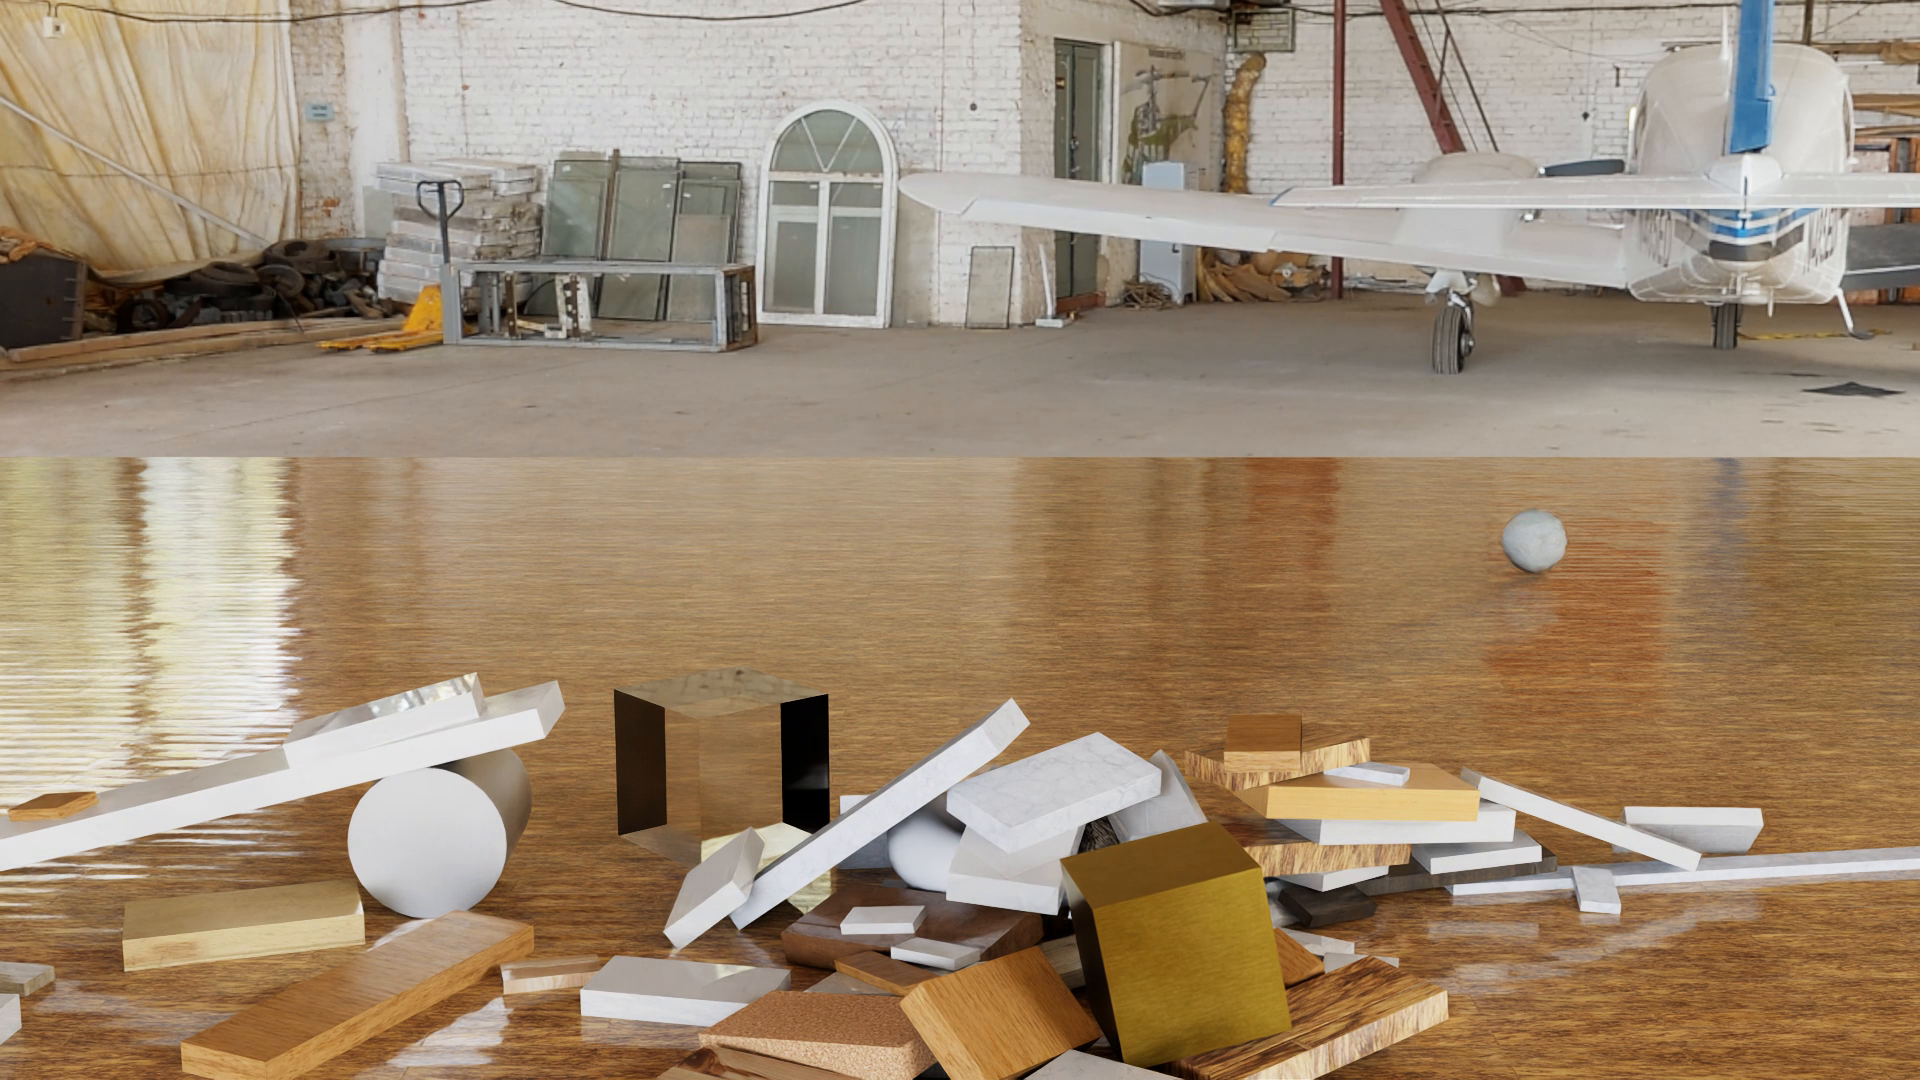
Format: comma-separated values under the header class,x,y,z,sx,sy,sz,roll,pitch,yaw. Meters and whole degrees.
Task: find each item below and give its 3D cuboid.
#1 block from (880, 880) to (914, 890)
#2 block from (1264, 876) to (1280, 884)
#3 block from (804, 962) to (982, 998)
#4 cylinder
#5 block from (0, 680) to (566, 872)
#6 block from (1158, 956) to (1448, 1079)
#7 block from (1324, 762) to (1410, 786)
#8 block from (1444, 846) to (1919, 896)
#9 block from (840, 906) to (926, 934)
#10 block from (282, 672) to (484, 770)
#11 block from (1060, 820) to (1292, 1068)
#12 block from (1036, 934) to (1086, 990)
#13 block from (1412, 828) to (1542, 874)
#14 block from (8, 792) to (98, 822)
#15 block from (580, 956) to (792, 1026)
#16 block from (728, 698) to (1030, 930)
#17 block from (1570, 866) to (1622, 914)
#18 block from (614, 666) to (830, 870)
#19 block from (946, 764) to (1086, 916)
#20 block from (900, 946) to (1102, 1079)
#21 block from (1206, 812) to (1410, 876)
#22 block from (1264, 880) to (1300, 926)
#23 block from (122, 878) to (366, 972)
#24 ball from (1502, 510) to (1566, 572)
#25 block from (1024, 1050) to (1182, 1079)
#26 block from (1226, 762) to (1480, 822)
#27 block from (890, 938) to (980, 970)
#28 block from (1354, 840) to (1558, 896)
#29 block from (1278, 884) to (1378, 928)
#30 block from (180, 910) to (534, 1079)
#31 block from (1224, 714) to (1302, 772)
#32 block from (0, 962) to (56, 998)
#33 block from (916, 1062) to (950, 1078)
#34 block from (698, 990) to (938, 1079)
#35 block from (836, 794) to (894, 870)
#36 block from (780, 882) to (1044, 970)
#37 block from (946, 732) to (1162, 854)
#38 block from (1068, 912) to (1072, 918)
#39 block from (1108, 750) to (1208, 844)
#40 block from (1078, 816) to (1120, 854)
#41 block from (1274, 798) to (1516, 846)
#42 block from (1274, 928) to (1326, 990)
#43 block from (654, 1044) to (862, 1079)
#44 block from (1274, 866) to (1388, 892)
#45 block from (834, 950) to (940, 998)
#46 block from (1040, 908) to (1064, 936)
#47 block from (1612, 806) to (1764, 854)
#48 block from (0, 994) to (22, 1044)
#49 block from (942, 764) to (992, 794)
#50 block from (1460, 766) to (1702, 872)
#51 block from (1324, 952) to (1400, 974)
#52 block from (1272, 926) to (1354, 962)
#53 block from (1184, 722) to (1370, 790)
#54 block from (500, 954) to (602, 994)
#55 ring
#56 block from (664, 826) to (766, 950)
class,x,y,z,sx,sy,sz,roll,pitch,yaw
block,-0.052,0.573,3.522,0.160,0.023,0.080,2,11,13
block,0.462,0.561,3.616,0.199,0.028,0.099,-6,43,-29
block,-0.081,0.640,3.115,0.274,0.039,0.137,-9,3,26
cylinder,-0.858,0.464,3.653,0.254,0.254,0.254,0,11,-2
block,-1.270,0.423,3.590,1.256,0.050,0.176,-14,11,3
block,0.468,0.669,2.991,0.384,0.044,0.154,-15,16,-29
block,0.658,0.373,3.554,0.126,0.018,0.063,7,8,21
block,1.301,0.563,3.767,0.982,0.018,0.063,-2,11,-9
block,-0.115,0.572,3.312,0.117,0.017,0.059,-5,16,20
block,-0.930,0.292,3.564,0.303,0.043,0.152,-16,11,-7
block,0.290,0.547,2.993,0.230,0.230,0.230,-13,10,-6
block,0.189,0.619,3.263,0.203,0.029,0.102,-12,18,-21
block,0.867,0.522,3.693,0.191,0.027,0.095,-6,11,-7
block,-1.491,0.438,3.614,0.145,0.021,0.072,-7,13,36
block,-0.397,0.658,3.198,0.274,0.039,0.137,2,11,12
block,-0.135,0.436,3.493,0.540,0.051,0.179,-36,-2,20
block,1.050,0.578,3.633,0.063,0.018,0.126,4,18,7
block,-0.425,0.403,3.929,0.273,0.273,0.273,-9,14,-39
block,0.098,0.459,3.404,0.168,0.048,0.336,6,24,11
block,0.058,0.637,2.916,0.154,0.044,0.308,52,24,20
block,0.523,0.494,3.601,0.404,0.051,0.180,0,9,-30
block,0.511,0.587,3.546,0.152,0.022,0.076,-8,37,-37
block,-1.126,0.603,3.461,0.353,0.050,0.176,-4,11,-19
ball,1.655,0.003,6.336,0.181,0.181,0.181,0,11,0
block,0.245,0.733,2.758,0.357,0.051,0.179,7,13,33
block,0.635,0.405,3.563,0.360,0.051,0.180,3,8,-14
block,-0.036,0.594,3.158,0.117,0.017,0.059,2,8,39
block,0.786,0.555,3.698,0.418,0.027,0.095,-6,11,-8
block,0.592,0.584,3.540,0.152,0.022,0.076,-1,28,-38
block,-0.856,0.657,3.190,0.152,0.043,0.573,5,12,26
block,0.482,0.321,3.484,0.116,0.033,0.231,-2,9,10
block,-1.436,0.652,3.279,0.145,0.021,0.072,2,11,12
block,-0.038,0.686,2.977,0.076,0.021,0.151,1,11,3
block,-0.167,0.666,2.962,0.336,0.048,0.168,-5,8,34
block,-0.150,0.494,3.712,0.110,0.031,0.220,-1,-33,-6
block,-0.073,0.596,3.327,0.357,0.051,0.179,0,18,34
block,0.149,0.392,3.445,0.308,0.044,0.154,-16,29,-34
block,0.284,0.563,3.334,0.229,0.032,0.114,11,10,6
block,0.321,0.459,3.507,0.038,0.135,0.269,43,11,-28
block,0.236,0.488,3.530,0.114,0.032,0.229,43,11,-13
block,0.713,0.452,3.641,0.360,0.051,0.180,2,8,-20
block,0.399,0.635,3.137,0.220,0.031,0.110,-22,28,-22
block,-0.187,0.731,2.781,0.428,0.048,0.168,5,12,27
block,0.612,0.539,3.617,0.095,0.027,0.191,11,10,43
block,-0.103,0.616,3.123,0.059,0.017,0.257,-11,3,-24
block,0.041,0.598,3.537,0.228,0.032,0.114,9,14,40
block,1.266,0.507,3.835,0.231,0.033,0.116,1,-33,3
block,-1.431,0.698,2.950,0.176,0.050,0.353,1,11,4
block,0.075,0.402,3.655,0.229,0.032,0.114,2,5,9
block,1.045,0.472,3.721,0.395,0.033,0.116,19,2,-3
block,0.579,0.660,3.209,0.110,0.031,0.220,3,11,14
block,0.523,0.629,3.398,0.152,0.022,0.076,7,12,32
block,0.511,0.347,3.535,0.269,0.038,0.135,-8,11,-29
block,-0.612,0.649,3.293,0.145,0.021,0.072,-3,11,-16
ring,0.052,0.500,3.548,0.345,0.115,0.345,6,14,-2
block,-0.392,0.557,3.536,0.137,0.039,0.274,-37,8,7
